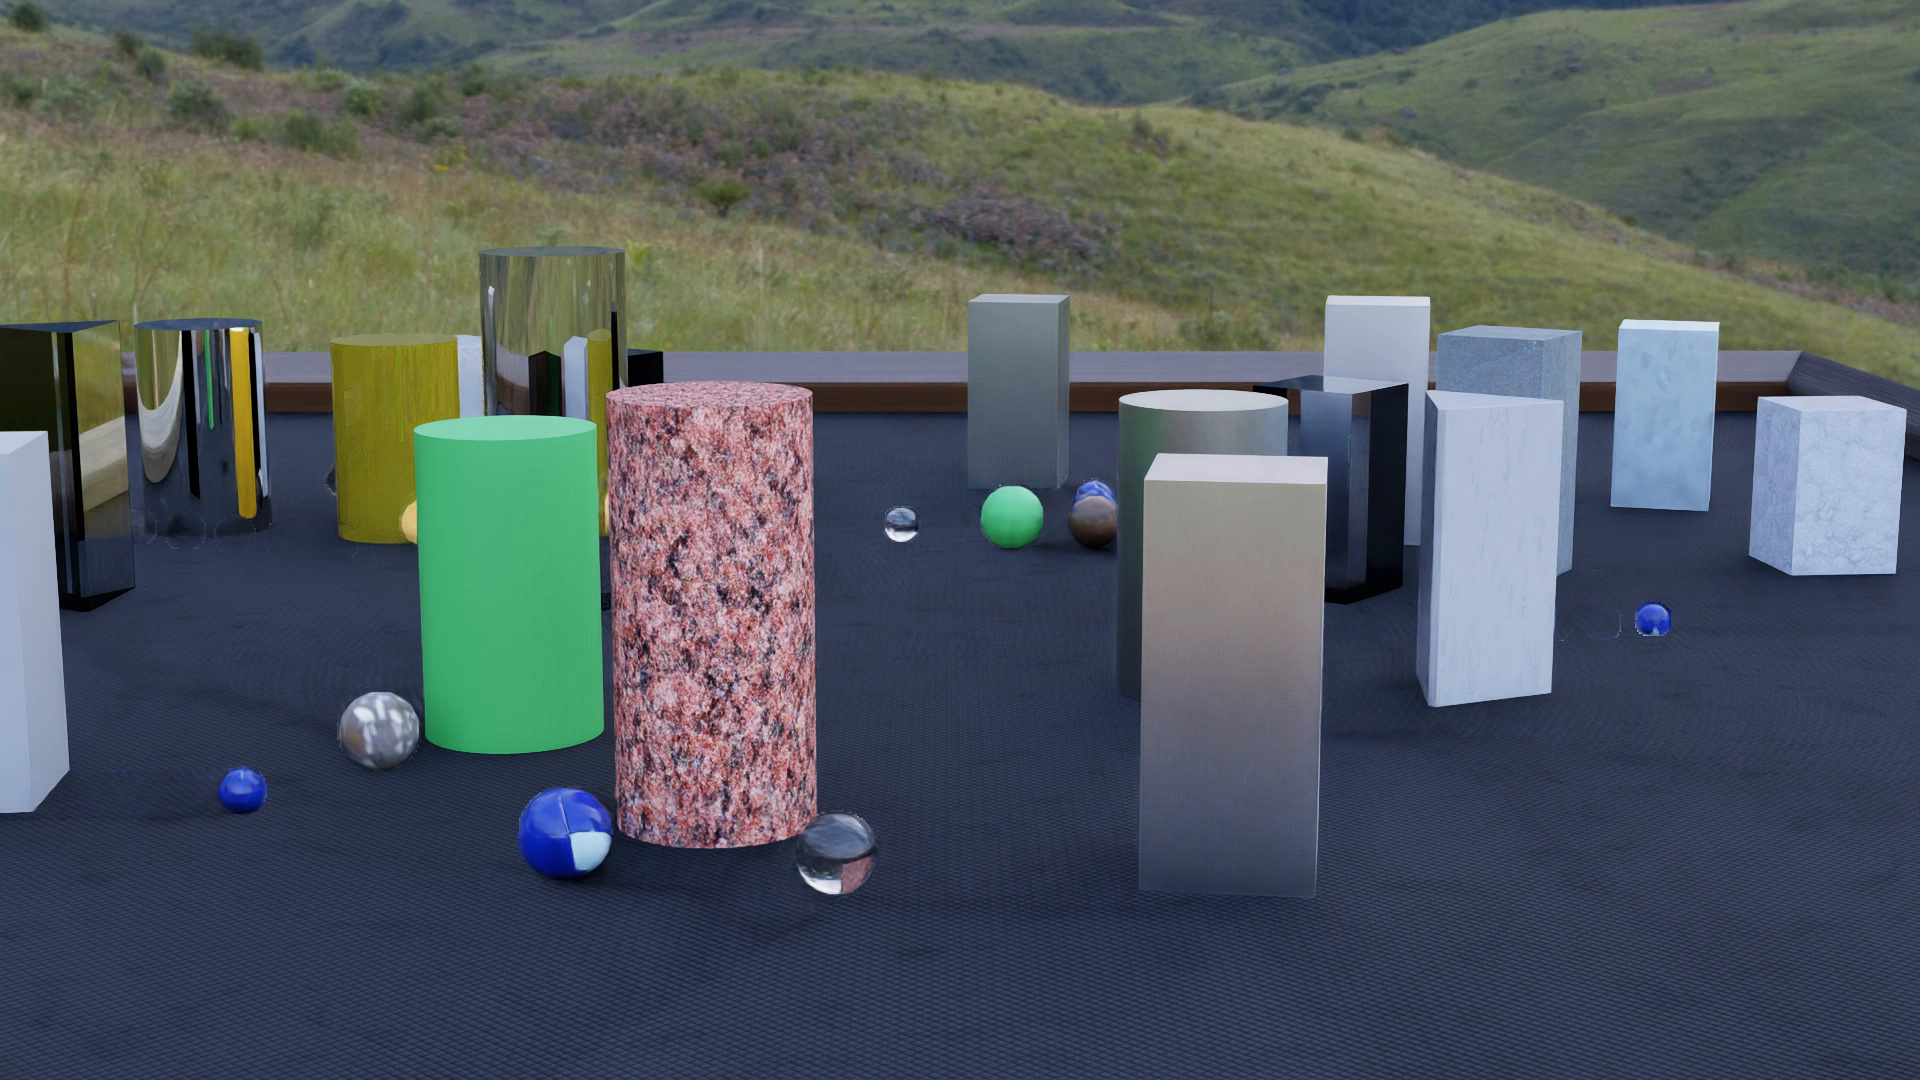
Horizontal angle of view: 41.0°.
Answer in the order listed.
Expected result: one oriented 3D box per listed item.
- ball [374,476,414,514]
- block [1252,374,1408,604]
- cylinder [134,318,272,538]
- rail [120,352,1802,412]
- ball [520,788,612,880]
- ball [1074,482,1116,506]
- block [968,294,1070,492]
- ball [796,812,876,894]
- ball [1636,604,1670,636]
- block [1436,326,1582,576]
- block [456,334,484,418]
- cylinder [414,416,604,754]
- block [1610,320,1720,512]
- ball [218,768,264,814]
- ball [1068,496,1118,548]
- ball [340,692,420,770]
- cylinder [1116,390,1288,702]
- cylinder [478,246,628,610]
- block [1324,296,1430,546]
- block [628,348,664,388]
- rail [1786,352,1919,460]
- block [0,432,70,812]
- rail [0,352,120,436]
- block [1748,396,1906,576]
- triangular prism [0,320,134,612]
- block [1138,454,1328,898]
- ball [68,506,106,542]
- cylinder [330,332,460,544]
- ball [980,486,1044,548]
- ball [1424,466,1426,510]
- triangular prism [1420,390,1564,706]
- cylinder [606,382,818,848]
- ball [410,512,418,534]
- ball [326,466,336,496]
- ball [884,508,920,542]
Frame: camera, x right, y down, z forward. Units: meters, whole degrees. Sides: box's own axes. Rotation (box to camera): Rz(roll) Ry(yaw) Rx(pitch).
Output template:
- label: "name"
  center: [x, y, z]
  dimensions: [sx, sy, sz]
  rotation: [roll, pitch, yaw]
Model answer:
- label: "ball"
  center: [-0.926, -0.074, 4.200]
  dimensions: [0.064, 0.064, 0.064]
  rotation: [0, 11, 0]
- label: "block"
  center: [0.514, -0.074, 3.582]
  dimensions: [0.156, 0.289, 0.156]
  rotation: [8, 13, 38]
- label: "cylinder"
  center: [-1.196, -0.180, 4.060]
  dimensions: [0.195, 0.324, 0.195]
  rotation: [0, 11, 0]
- label: "rail"
  center: [-0.012, -0.332, 5.413]
  dimensions: [3.594, 0.127, 0.045]
  rotation: [0, 11, 0]
- label: "ball"
  center: [-0.356, 0.265, 2.321]
  dimensions: [0.083, 0.083, 0.083]
  rotation: [0, 11, 0]
- label: "ball"
  center: [0.216, -0.060, 4.115]
  dimensions: [0.069, 0.069, 0.069]
  rotation: [0, 11, 0]
- label: "block"
  center: [0.104, -0.261, 4.494]
  dimensions: [0.156, 0.325, 0.156]
  rotation: [2, 11, 10]
- label: "ball"
  center: [-0.110, 0.279, 2.278]
  dimensions: [0.072, 0.072, 0.072]
  rotation: [0, 11, 0]
- label: "ball"
  center: [0.894, 0.103, 3.307]
  dimensions: [0.042, 0.042, 0.042]
  rotation: [0, 11, 0]
- label: "block"
  center: [0.786, -0.125, 3.696]
  dimensions: [0.156, 0.348, 0.156]
  rotation: [7, 12, 32]
- label: "block"
  center: [-0.863, -0.207, 4.373]
  dimensions: [0.156, 0.263, 0.156]
  rotation: [-10, 14, -43]
- label: "cylinder"
  center: [-0.492, 0.045, 2.810]
  dimensions: [0.195, 0.339, 0.195]
  rotation: [0, 11, 0]
- label: "block"
  center: [1.183, -0.212, 4.304]
  dimensions: [0.156, 0.298, 0.156]
  rotation: [3, 11, 17]
- label: "ball"
  center: [-0.707, 0.247, 2.526]
  dimensions: [0.044, 0.044, 0.044]
  rotation: [0, 11, 0]
- label: "ball"
  center: [0.204, -0.028, 3.908]
  dimensions: [0.081, 0.081, 0.081]
  rotation: [0, 11, 0]
- label: "ball"
  center: [-0.606, 0.199, 2.680]
  dimensions: [0.082, 0.082, 0.082]
  rotation: [0, 11, 0]
- label: "cylinder"
  center: [0.282, 0.007, 3.002]
  dimensions: [0.195, 0.343, 0.195]
  rotation: [0, 11, 0]
- label: "cylinder"
  center: [-0.548, -0.153, 3.490]
  dimensions: [0.195, 0.479, 0.195]
  rotation: [0, 11, 0]
- label: "block"
  center: [0.645, -0.189, 3.989]
  dimensions: [0.156, 0.367, 0.156]
  rotation: [2, 11, 9]
- label: "block"
  center: [-0.612, -0.194, 4.348]
  dimensions: [0.156, 0.248, 0.156]
  rotation: [8, 13, 35]
- label: "rail"
  center: [1.773, 0.031, 3.459]
  dimensions: [0.045, 0.127, 4.043]
  rotation: [0, 11, 0]
- label: "block"
  center: [-1.001, 0.080, 2.567]
  dimensions: [0.156, 0.357, 0.156]
  rotation: [-1, 11, -6]
- label: "rail"
  center: [-1.773, 0.035, 3.439]
  dimensions: [0.045, 0.127, 4.043]
  rotation: [0, 11, 0]
- label: "block"
  center: [1.271, -0.082, 3.765]
  dimensions: [0.156, 0.239, 0.156]
  rotation: [-1, 11, -5]
- label: "triangular prism"
  center: [-1.207, -0.108, 3.526]
  dimensions: [0.169, 0.377, 0.147]
  rotation: [7, 13, 33]
- label: "block"
  center: [0.249, 0.118, 2.323]
  dimensions: [0.156, 0.371, 0.156]
  rotation: [2, 11, 8]
- label: "ball"
  center: [-1.348, -0.025, 3.963]
  dimensions: [0.055, 0.055, 0.055]
  rotation: [0, 11, 0]
- label: "cylinder"
  center: [-0.880, -0.162, 4.017]
  dimensions: [0.195, 0.305, 0.195]
  rotation: [0, 11, 0]
- label: "ball"
  center: [0.080, -0.035, 3.903]
  dimensions: [0.096, 0.096, 0.096]
  rotation: [0, 11, 0]
- label: "ball"
  center: [0.767, -0.079, 4.109]
  dimensions: [0.093, 0.093, 0.093]
  rotation: [0, 11, 0]
- label: "triangular prism"
  center: [0.588, 0.004, 3.015]
  dimensions: [0.169, 0.344, 0.147]
  rotation: [-5, 12, -24]
- label: "cylinder"
  center: [-0.238, 0.067, 2.471]
  dimensions: [0.195, 0.418, 0.195]
  rotation: [0, 11, 0]
- label: "ball"
  center: [-0.818, -0.026, 3.920]
  dimensions: [0.042, 0.042, 0.042]
  rotation: [0, 11, 0]
- label: "ball"
  center: [-1.050, -0.099, 4.360]
  dimensions: [0.057, 0.057, 0.057]
  rotation: [0, 11, 0]
- label: "ball"
  center: [-0.090, -0.023, 3.957]
  dimensions: [0.054, 0.054, 0.054]
  rotation: [0, 11, 0]
